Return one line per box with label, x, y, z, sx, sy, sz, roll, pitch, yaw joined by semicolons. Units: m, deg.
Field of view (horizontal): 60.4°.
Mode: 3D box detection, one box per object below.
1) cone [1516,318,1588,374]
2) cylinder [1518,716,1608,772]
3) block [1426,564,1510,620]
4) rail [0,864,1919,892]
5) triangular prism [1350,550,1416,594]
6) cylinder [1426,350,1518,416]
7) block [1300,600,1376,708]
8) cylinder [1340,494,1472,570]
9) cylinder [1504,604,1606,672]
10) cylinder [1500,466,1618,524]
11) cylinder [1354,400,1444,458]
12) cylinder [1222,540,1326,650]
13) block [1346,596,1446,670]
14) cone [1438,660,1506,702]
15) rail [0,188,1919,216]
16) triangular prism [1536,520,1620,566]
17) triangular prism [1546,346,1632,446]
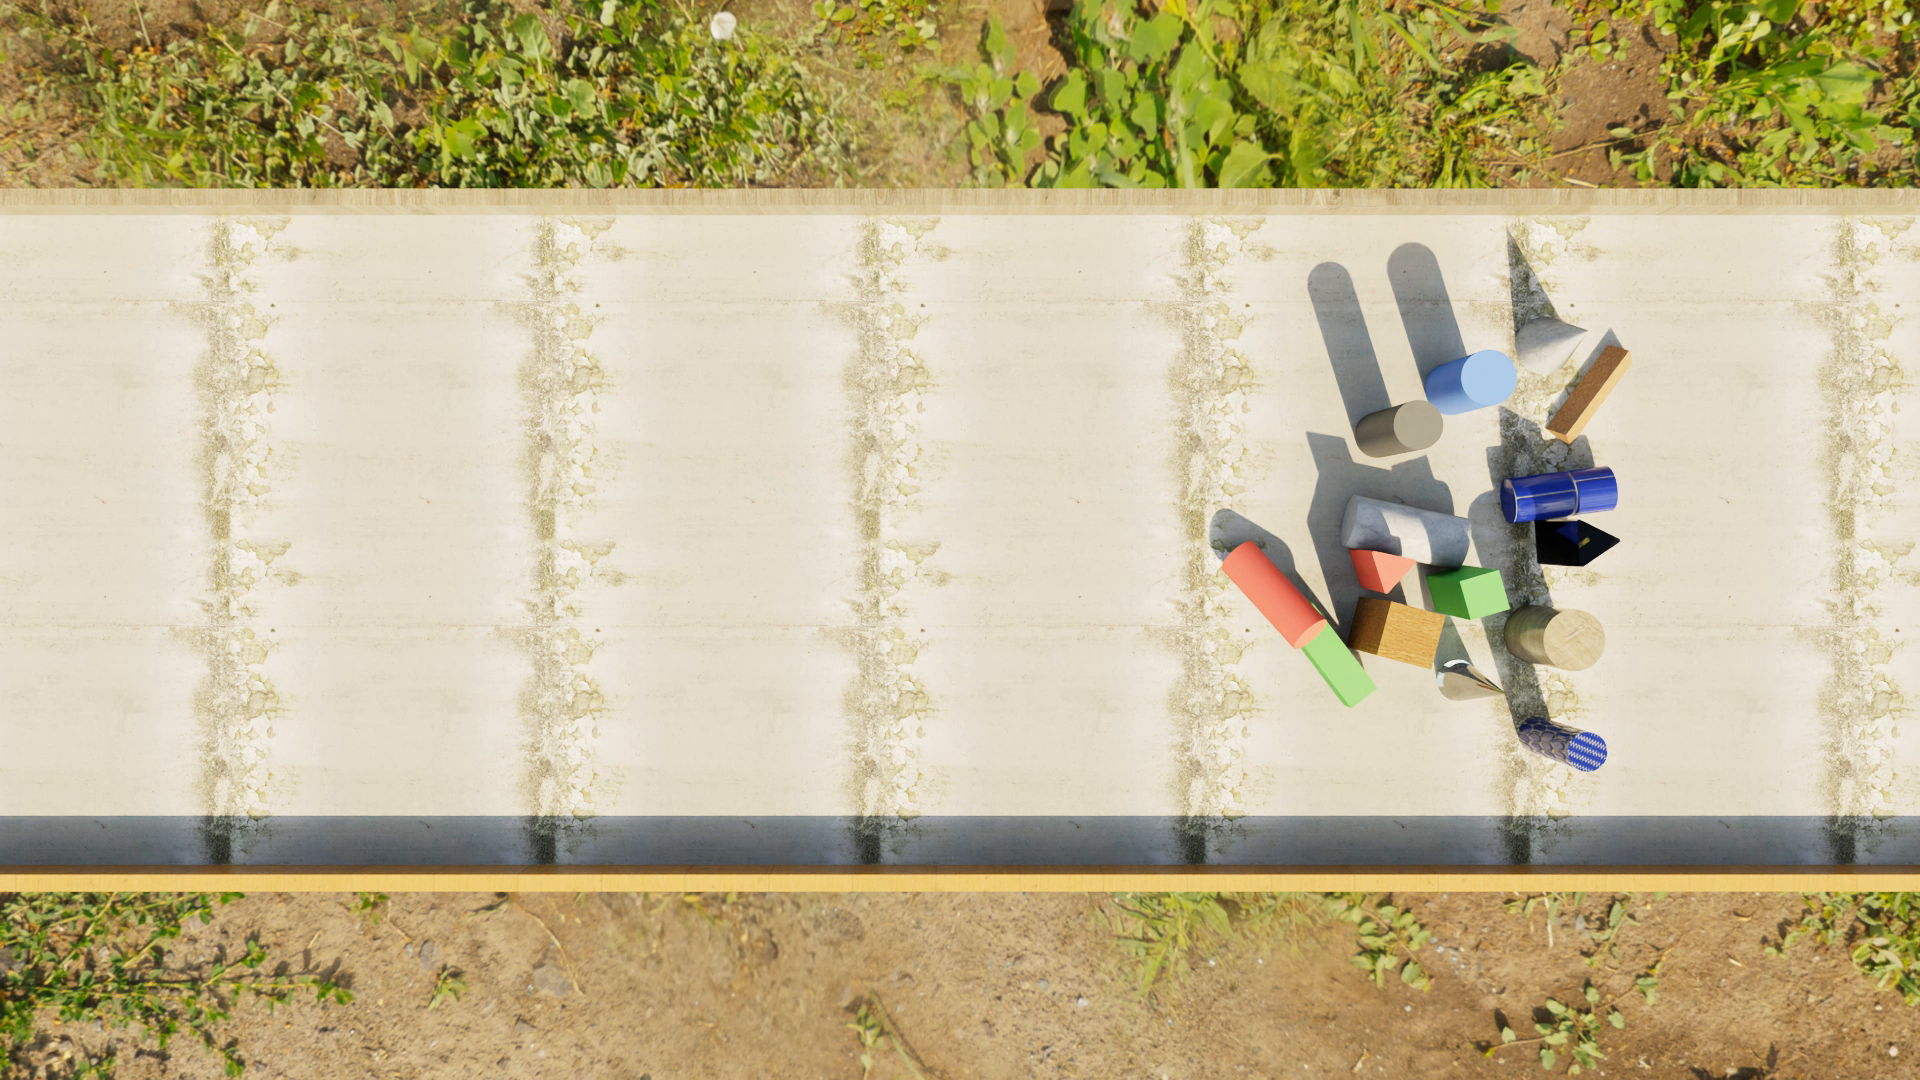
cone;1.797;-0.599;4.894;0.176;0.365;0.176;0;90;0
cylinder;1.774;0.599;4.870;0.113;0.414;0.113;0;90;0
block;1.506;0.154;4.906;0.117;0.339;0.117;-17;92;0
rail;-2.247;1.025;5.001;12.000;0.150;0.050;0;90;0
triangular prism;1.230;0.067;4.895;0.109;0.360;0.126;42;93;2
cylinder;1.511;-0.464;4.893;0.160;0.367;0.160;0;90;0
block;1.120;0.346;5.026;0.100;0.100;0.332;-37;90;0
cylinder;1.349;-0.024;4.996;0.349;0.161;0.161;12;90;0
cylinder;1.762;0.288;4.903;0.178;0.348;0.178;0;90;0
cylinder;1.816;-0.137;5.007;0.307;0.139;0.139;-7;90;0
cylinder;1.285;-0.323;4.848;0.140;0.456;0.140;0;90;0
cylinder;0.940;0.164;4.948;0.127;0.127;0.332;-40;65;0
block;1.285;0.272;4.887;0.160;0.379;0.160;15;90;0
cone;1.533;0.433;4.849;0.128;0.454;0.128;0;90;0
rail;-2.247;-1.025;5.002;12.000;0.150;0.050;0;90;0
triangular prism;1.804;-0.011;4.902;0.135;0.347;0.117;-34;91;0
triangular prism;1.934;-0.444;5.035;0.091;0.079;0.321;37;90;0
